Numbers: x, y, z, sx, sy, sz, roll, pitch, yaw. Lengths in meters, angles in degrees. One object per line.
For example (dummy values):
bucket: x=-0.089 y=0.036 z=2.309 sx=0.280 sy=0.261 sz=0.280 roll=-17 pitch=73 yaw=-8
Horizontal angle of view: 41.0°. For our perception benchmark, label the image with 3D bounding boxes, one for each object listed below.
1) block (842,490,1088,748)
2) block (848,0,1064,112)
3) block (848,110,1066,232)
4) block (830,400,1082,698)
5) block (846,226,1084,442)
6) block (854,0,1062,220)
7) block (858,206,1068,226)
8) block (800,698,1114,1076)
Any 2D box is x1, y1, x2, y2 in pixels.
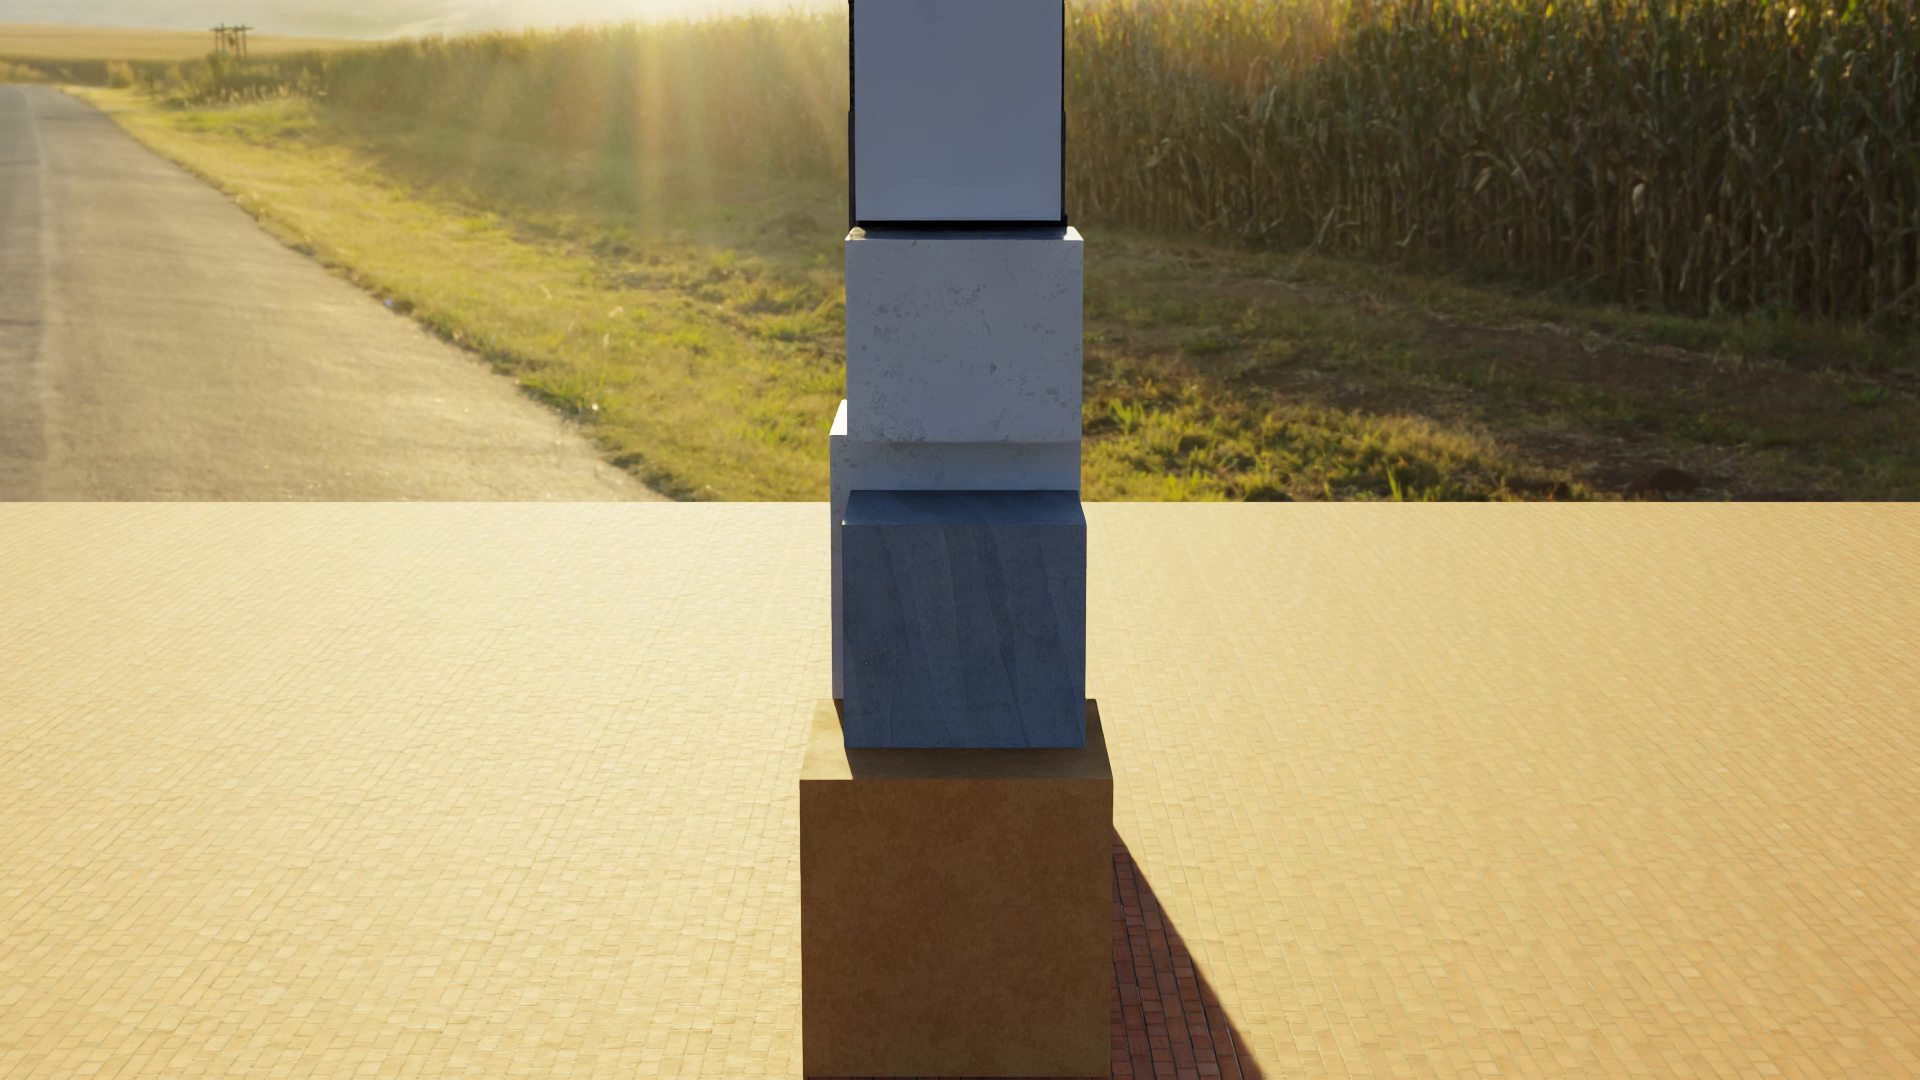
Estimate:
block: x=0.016 y=0.280 z=9.632 sx=0.877 sy=0.822 sz=0.773 roll=0 pitch=10 yaw=0
block: x=-0.013 y=-2.268 z=11.171 sx=0.903 sy=0.781 sz=0.887 roll=0 pitch=11 yaw=0
block: x=-0.013 y=-1.389 z=11.800 sx=0.950 sy=1.177 sz=1.016 roll=0 pitch=11 yaw=0
block: x=-0.018 y=0.066 z=10.538 sx=0.972 sy=1.154 sz=1.065 roll=0 pitch=10 yaw=0
block: x=0.016 y=-0.820 z=10.055 sx=0.890 sy=0.761 sz=0.830 roll=0 pitch=10 yaw=0
block: x=-0.008 y=-1.817 z=10.392 sx=0.805 sy=0.989 sz=0.812 roll=0 pitch=11 yaw=0
block: x=0.012 y=-0.997 z=10.904 sx=0.848 sy=0.806 sz=0.884 roll=0 pitch=10 yaw=0
block: x=-0.012 y=1.262 z=9.578 sx=1.091 sy=1.090 sz=1.174 roll=0 pitch=10 yaw=0
